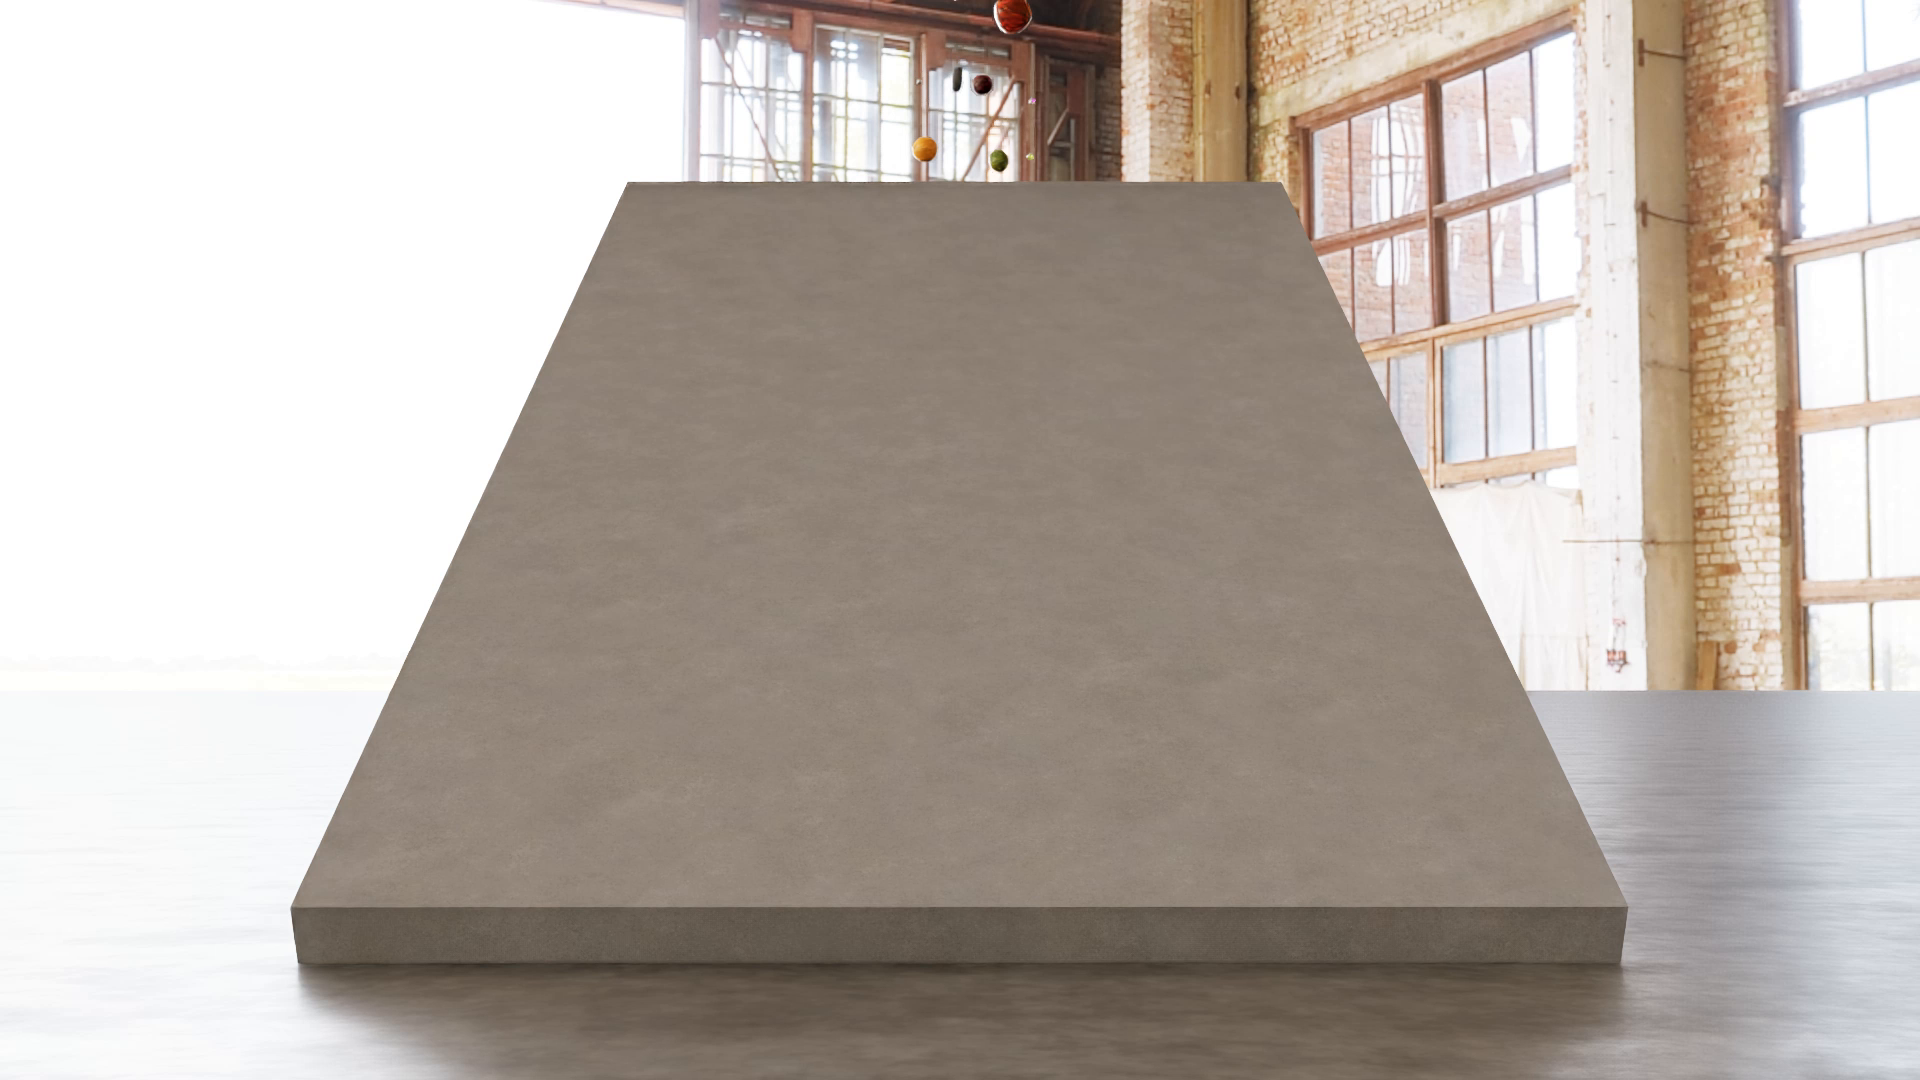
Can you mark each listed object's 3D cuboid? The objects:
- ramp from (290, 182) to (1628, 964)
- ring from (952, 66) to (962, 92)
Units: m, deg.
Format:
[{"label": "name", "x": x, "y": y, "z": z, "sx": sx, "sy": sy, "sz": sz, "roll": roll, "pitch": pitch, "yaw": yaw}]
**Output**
[{"label": "ramp", "x": -0.008, "y": -0.229, "z": 5.325, "sx": 2.000, "sy": 0.100, "sz": 4.000, "roll": 0, "pitch": 24, "yaw": 0}, {"label": "ring", "x": -0.008, "y": -1.401, "z": 7.089, "sx": 0.026, "sy": 0.077, "sz": 0.077, "roll": 8, "pitch": -3, "yaw": 4}]
